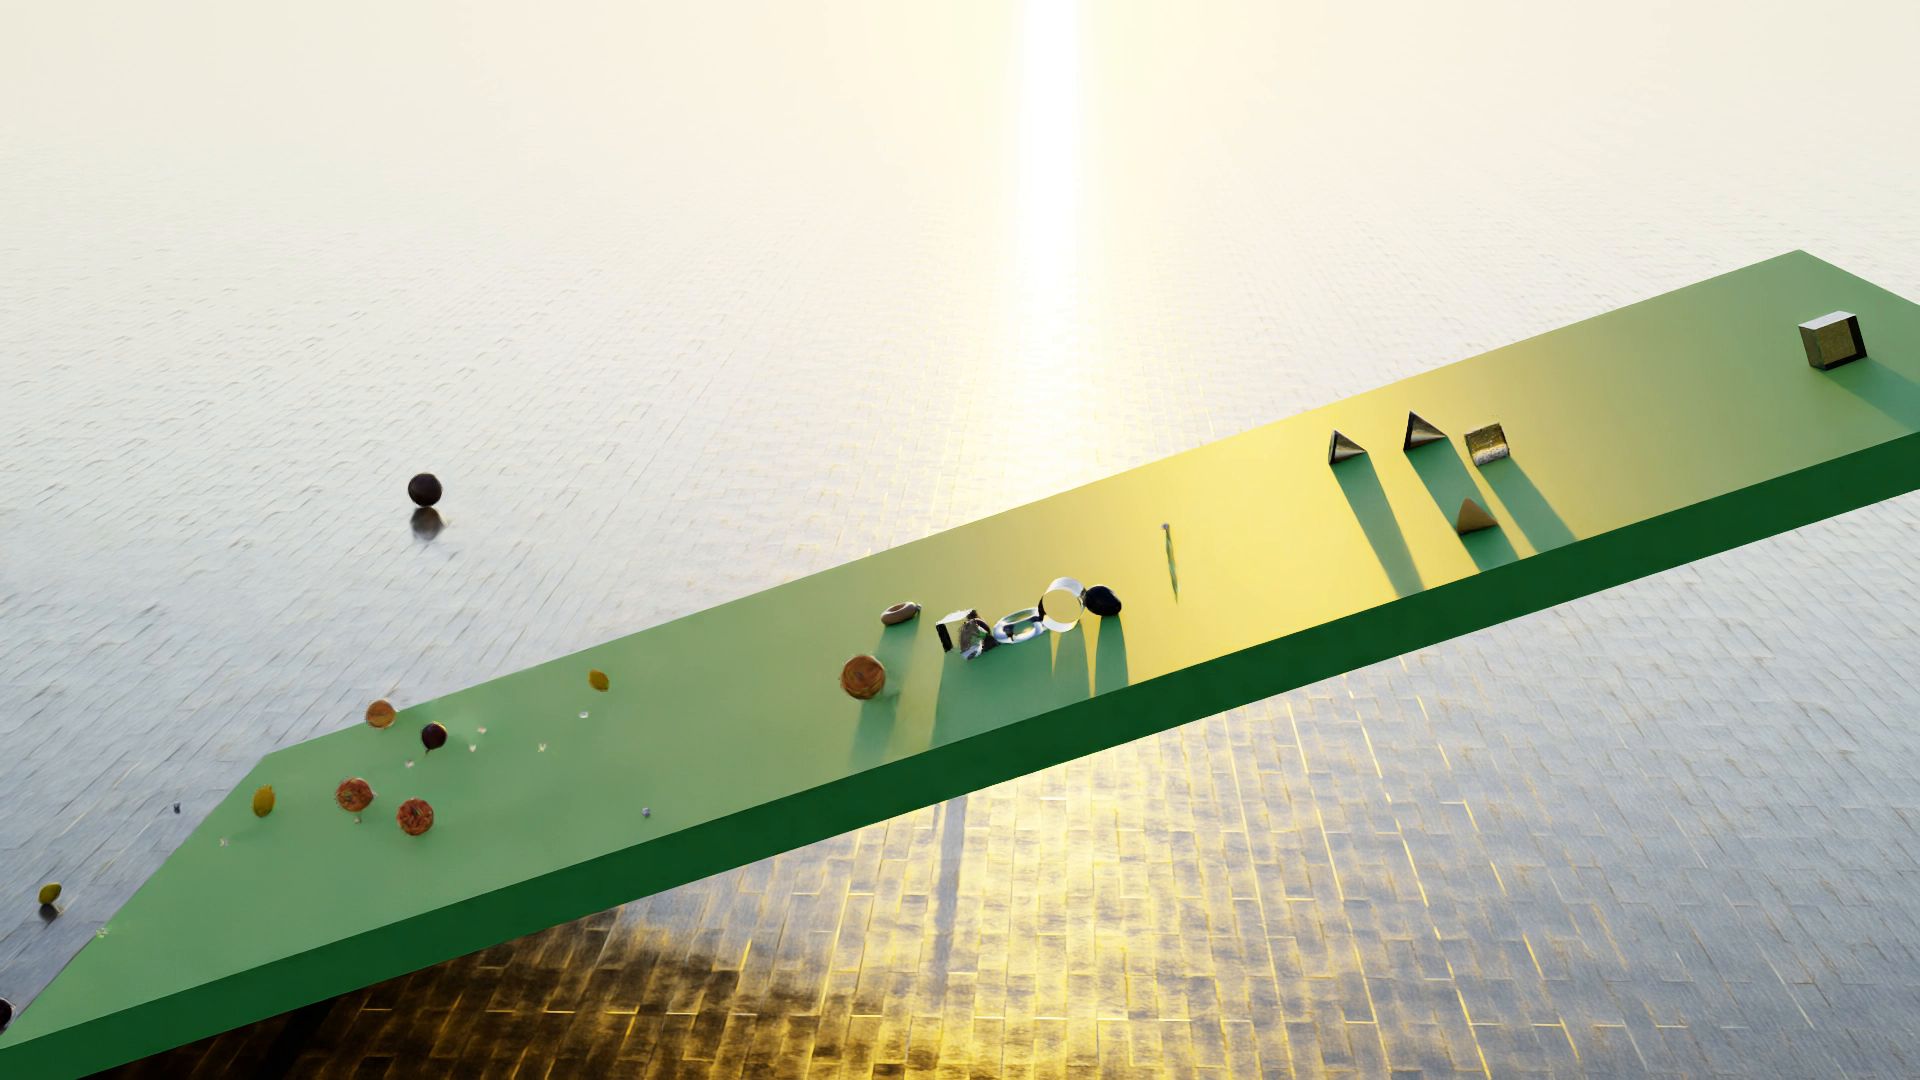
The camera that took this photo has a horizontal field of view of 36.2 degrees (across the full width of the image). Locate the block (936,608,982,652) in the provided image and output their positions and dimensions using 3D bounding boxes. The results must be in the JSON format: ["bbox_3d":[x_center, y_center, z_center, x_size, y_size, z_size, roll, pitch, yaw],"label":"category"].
[{"bbox_3d":[0.000,0.186,6.023,0.063,0.063,0.063,-12,13,33],"label":"block"}]

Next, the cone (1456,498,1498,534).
[{"bbox_3d":[0.978,-0.038,5.519,0.072,0.072,0.072,14,17,20],"label":"cone"}]

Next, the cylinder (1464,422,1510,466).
[{"bbox_3d":[1.078,-0.196,6.016,0.073,0.073,0.073,-18,11,5],"label":"cylinder"}]

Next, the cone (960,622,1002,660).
[{"bbox_3d":[0.053,0.205,5.916,0.078,0.078,0.078,5,8,-30],"label":"cone"}]

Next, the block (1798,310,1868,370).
[{"bbox_3d":[1.730,-0.395,5.831,0.087,0.087,0.087,-20,11,-2],"label":"block"}]

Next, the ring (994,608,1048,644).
[{"bbox_3d":[0.126,0.173,5.934,0.125,0.042,0.125,-18,12,4],"label":"ring"}]

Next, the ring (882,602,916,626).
[{"bbox_3d":[-0.134,0.162,6.470,0.084,0.028,0.084,-20,12,4],"label":"ring"}]

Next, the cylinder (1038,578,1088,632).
[{"bbox_3d":[0.207,0.129,5.886,0.088,0.088,0.088,2,16,11],"label":"cylinder"}]

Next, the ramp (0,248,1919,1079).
[{"bbox_3d":[0.108,0.180,6.304,4.000,0.100,2.000,-18,11,6],"label":"ramp"}]

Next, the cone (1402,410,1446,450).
[{"bbox_3d":[1.015,-0.232,6.388,0.093,0.093,0.093,9,13,7],"label":"cone"}]

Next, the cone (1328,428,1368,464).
[{"bbox_3d":[0.863,-0.202,6.515,0.082,0.082,0.082,8,12,1],"label":"cone"}]
